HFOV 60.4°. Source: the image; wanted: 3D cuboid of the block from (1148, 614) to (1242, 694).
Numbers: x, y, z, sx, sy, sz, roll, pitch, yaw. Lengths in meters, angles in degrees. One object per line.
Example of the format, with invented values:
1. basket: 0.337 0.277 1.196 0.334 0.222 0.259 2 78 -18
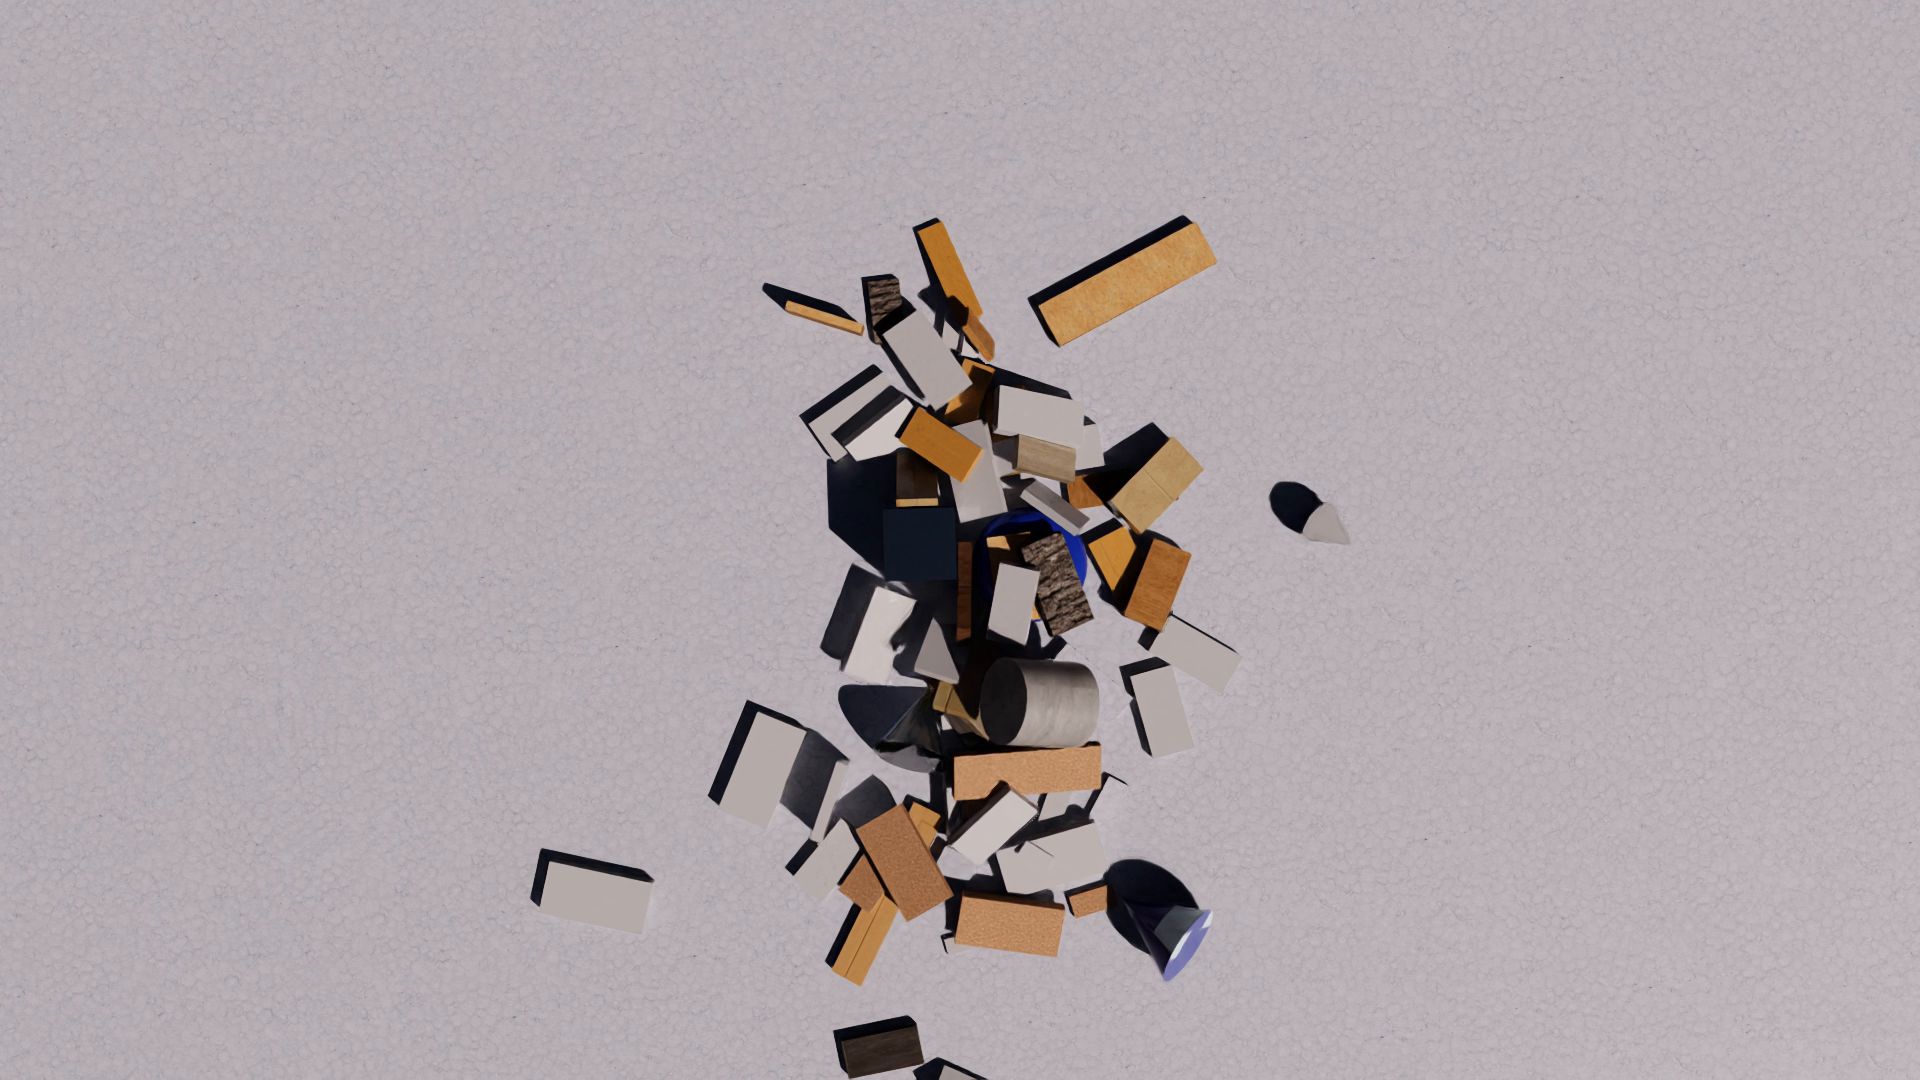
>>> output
1. block: 0.780 0.378 5.480 0.281 0.040 0.140 30 90 0

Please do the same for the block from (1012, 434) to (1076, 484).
1. block: 0.276 -0.262 5.380 0.222 0.031 0.111 13 73 -28

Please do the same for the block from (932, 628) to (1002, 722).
1. block: 0.028 0.429 5.402 0.151 0.043 0.301 16 66 7

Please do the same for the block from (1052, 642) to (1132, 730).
1. block: 0.419 0.486 5.480 0.284 0.040 0.142 40 90 0

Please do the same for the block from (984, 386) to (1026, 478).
1. block: 0.167 -0.358 5.444 0.140 0.040 0.281 -11 84 19

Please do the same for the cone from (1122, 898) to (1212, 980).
1. cone: 0.642 1.257 5.439 0.272 0.272 0.272 32 90 27

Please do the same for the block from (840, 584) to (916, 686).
1. block: -0.272 0.313 5.449 0.151 0.043 0.301 21 90 -25

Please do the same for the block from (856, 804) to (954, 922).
1. block: -0.181 1.055 5.398 0.171 0.048 0.342 -31 82 6

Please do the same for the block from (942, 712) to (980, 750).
1. block: 0.013 0.607 5.438 0.074 0.021 0.148 -37 96 -17

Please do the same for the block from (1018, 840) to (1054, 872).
1. block: 0.250 1.039 5.428 0.112 0.016 0.056 32 95 -6

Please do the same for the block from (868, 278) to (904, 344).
1. block: -0.242 -0.759 5.485 0.104 0.029 0.207 -7 90 0

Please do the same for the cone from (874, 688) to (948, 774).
1. cone: -0.130 0.601 5.443 0.256 0.256 0.256 15 63 0

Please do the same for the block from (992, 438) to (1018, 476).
1. block: 0.118 -0.261 5.416 0.218 0.031 0.109 -17 86 19

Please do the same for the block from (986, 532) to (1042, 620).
1. block: 0.177 0.123 5.356 0.142 0.040 0.284 -8 92 1

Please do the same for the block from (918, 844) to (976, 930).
1. block: -0.052 1.152 5.482 0.125 0.035 0.250 28 90 0

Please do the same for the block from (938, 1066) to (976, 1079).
1. block: 0.027 1.838 5.460 0.221 0.031 0.110 24 61 0

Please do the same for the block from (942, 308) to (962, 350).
1. block: -0.022 -0.700 5.472 0.065 0.018 0.131 8 90 0

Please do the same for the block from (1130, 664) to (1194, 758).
1. block: 0.670 0.569 5.480 0.142 0.040 0.284 -16 90 0

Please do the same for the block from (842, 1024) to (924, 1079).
1. block: -0.256 1.698 5.482 0.256 0.036 0.128 -12 90 0

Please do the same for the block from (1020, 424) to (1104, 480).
1. block: 0.329 -0.294 5.480 0.281 0.040 0.140 -9 90 0

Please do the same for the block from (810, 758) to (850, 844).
1. block: -0.426 0.855 5.433 0.038 0.133 0.266 19 90 1

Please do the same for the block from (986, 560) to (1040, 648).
1. block: 0.171 0.206 5.297 0.129 0.036 0.257 13 105 11

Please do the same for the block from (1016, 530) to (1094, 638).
1. block: 0.308 0.142 5.334 0.153 0.043 0.307 -23 97 -19

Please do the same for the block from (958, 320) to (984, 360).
1. block: 0.036 -0.672 5.471 0.065 0.018 0.131 11 87 -36

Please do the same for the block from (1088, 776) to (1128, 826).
1. block: 0.494 0.867 5.489 0.075 0.021 0.149 28 90 0

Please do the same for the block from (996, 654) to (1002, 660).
1. block: 0.082 0.435 5.490 0.074 0.021 0.148 43 90 0

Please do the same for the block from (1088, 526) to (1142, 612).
1. block: 0.548 0.105 5.481 0.137 0.039 0.275 -27 90 0

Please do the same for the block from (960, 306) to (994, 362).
1. block: 0.059 -0.675 5.409 0.025 0.175 0.088 -18 46 24

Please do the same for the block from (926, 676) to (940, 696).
1. block: -0.063 0.502 5.492 0.059 0.017 0.117 -24 90 0

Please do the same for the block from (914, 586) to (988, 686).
1. block: -0.028 0.313 5.410 0.151 0.043 0.301 18 66 8

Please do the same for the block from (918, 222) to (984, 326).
1. block: -0.030 -0.883 5.460 0.088 0.025 0.347 -23 81 0

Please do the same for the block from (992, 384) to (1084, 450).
1. block: 0.258 -0.400 5.388 0.303 0.043 0.152 10 72 -20

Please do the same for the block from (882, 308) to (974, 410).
1. block: -0.106 -0.594 5.432 0.152 0.043 0.304 -35 84 2

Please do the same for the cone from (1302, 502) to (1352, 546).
1. cone: 1.226 -0.021 5.398 0.147 0.147 0.147 -49 57 0
